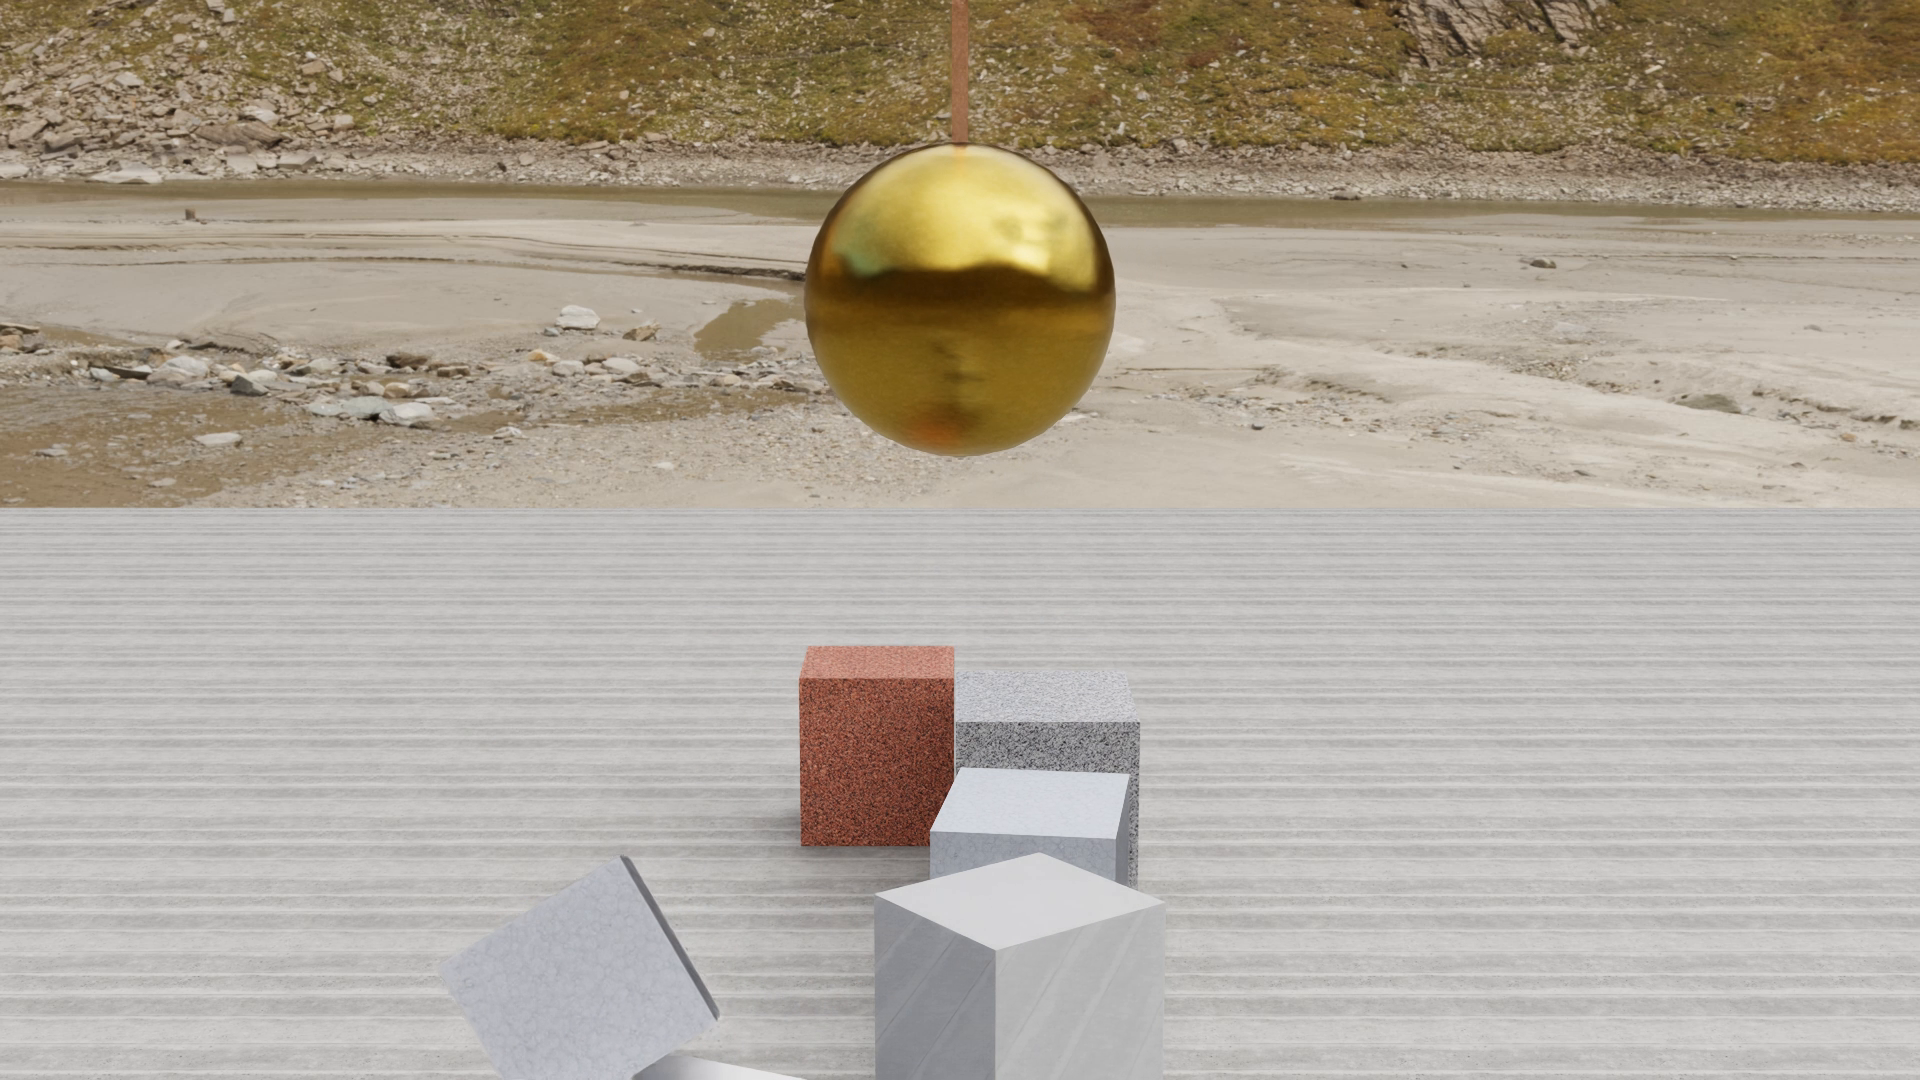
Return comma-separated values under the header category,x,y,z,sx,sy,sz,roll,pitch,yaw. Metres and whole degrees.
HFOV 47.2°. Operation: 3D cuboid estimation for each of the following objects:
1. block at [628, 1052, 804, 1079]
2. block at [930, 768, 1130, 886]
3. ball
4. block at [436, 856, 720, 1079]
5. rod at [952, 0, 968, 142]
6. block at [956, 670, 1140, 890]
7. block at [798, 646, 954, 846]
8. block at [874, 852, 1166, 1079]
category,x,y,z,sx,sy,sz,roll,pitch,yaw
block,-0.744,2.030,6.352,0.761,0.734,0.782,5,11,24
block,0.302,1.483,9.020,0.723,0.855,0.888,1,10,8
ball,0.000,-1.225,11.237,1.600,1.600,1.600,0,10,0
block,-1.116,1.339,6.544,0.593,0.555,0.560,-31,-5,-9
rod,0.000,-4.539,10.476,0.080,5.200,0.080,0,13,0
block,0.392,1.192,10.358,0.822,0.948,0.958,0,10,0
block,-0.416,1.051,11.353,0.770,0.869,0.710,0,10,0
block,0.209,1.691,7.843,0.764,0.867,0.696,-8,13,-37
